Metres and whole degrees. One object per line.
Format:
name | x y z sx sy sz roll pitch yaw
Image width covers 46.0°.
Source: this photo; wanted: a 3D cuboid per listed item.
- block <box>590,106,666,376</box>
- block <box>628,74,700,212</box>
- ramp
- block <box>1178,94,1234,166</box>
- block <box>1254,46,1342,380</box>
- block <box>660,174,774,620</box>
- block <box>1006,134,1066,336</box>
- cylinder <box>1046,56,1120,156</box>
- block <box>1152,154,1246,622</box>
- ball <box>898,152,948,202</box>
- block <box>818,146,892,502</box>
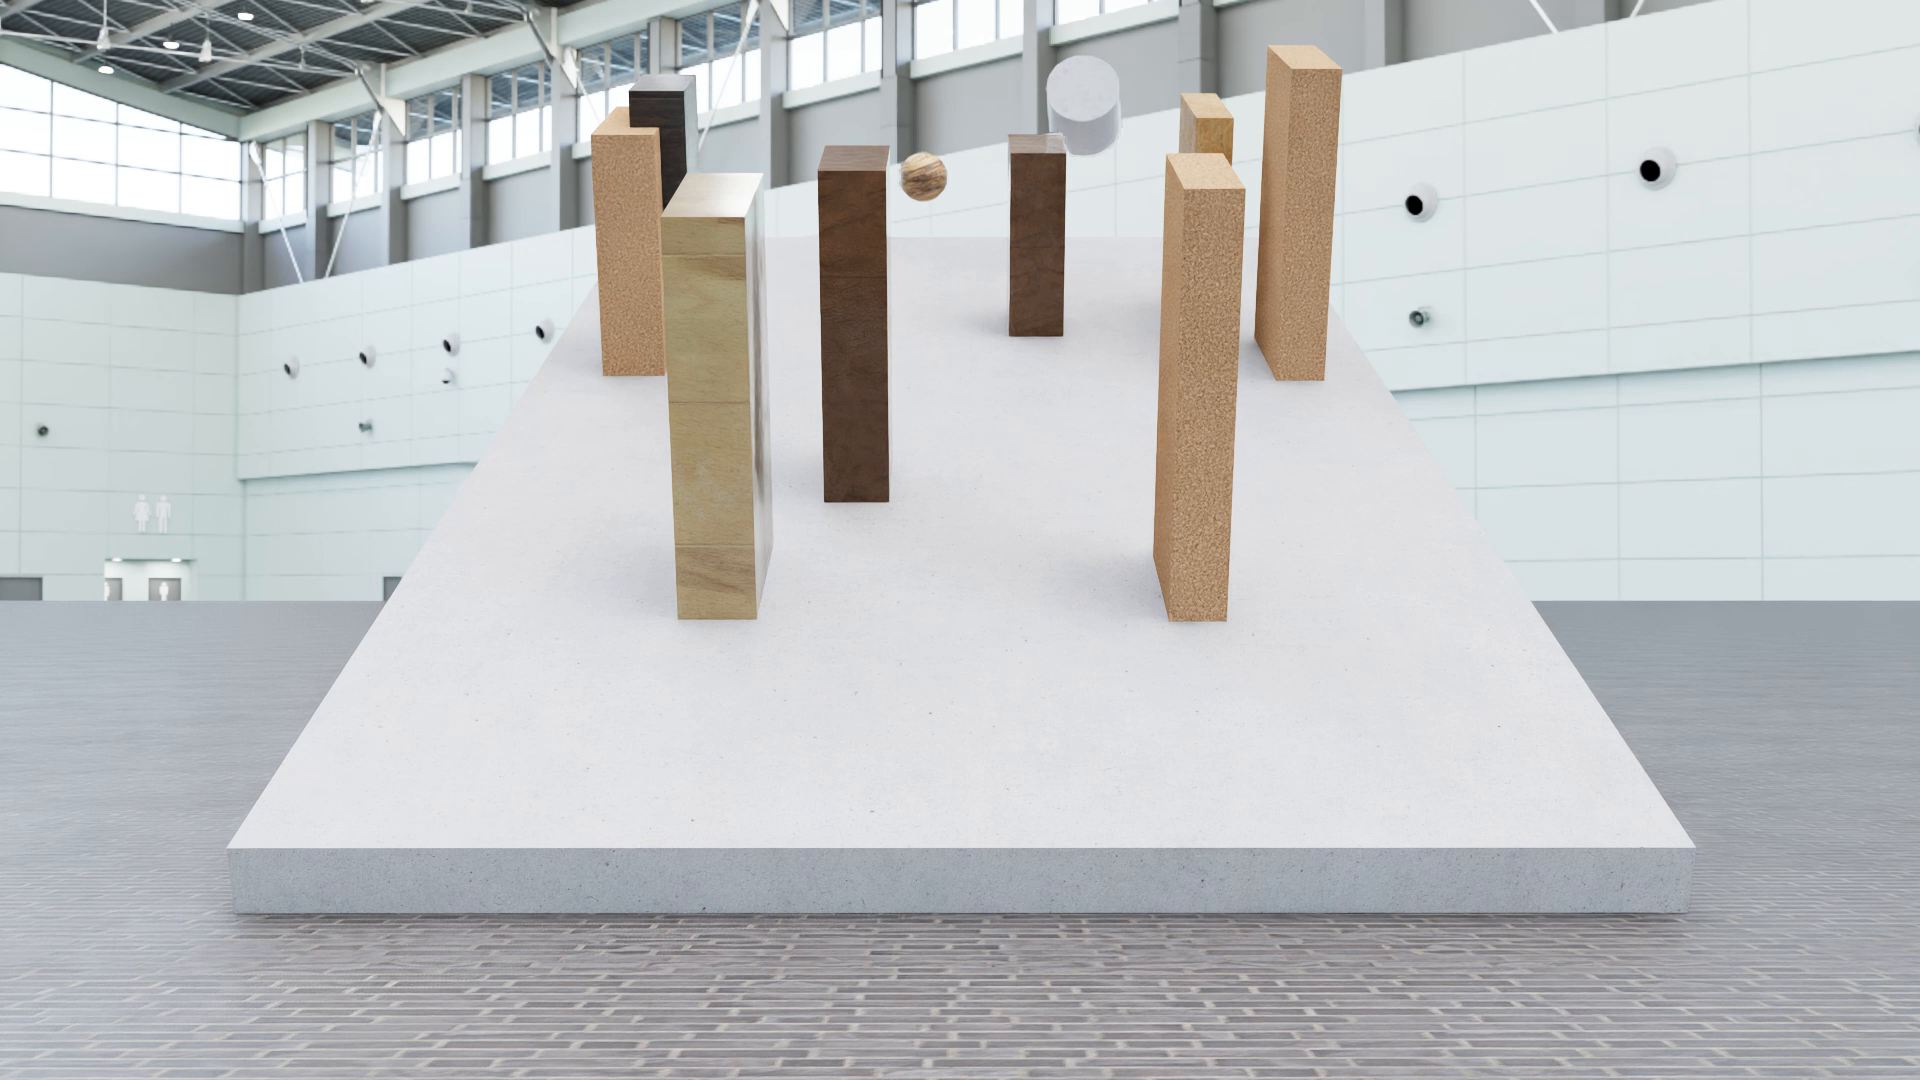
block | -0.772 -0.728 5.451 0.145 0.570 0.426 0 20 0
block | -0.704 -0.776 5.462 0.129 0.654 0.272 0 20 0
ramp | -0.005 -0.203 4.976 2.000 0.100 4.000 0 20 0
block | 0.622 -0.839 5.799 0.092 0.550 0.406 0 20 0
block | 0.800 -0.785 5.387 0.114 0.725 0.411 0 20 0
block | -0.416 -0.256 3.935 0.135 0.696 0.386 0 20 0
block | 0.192 -0.778 5.758 0.137 0.463 0.279 0 20 0
cylinder | 0.346 -1.215 6.326 0.204 0.204 0.204 0 -18 4
block | 0.407 -0.266 3.893 0.099 0.744 0.326 0 20 0
ball | -0.108 -1.065 6.633 0.143 0.143 0.143 0 -1 0
block | -0.204 -0.431 4.486 0.129 0.657 0.281 0 20 0
